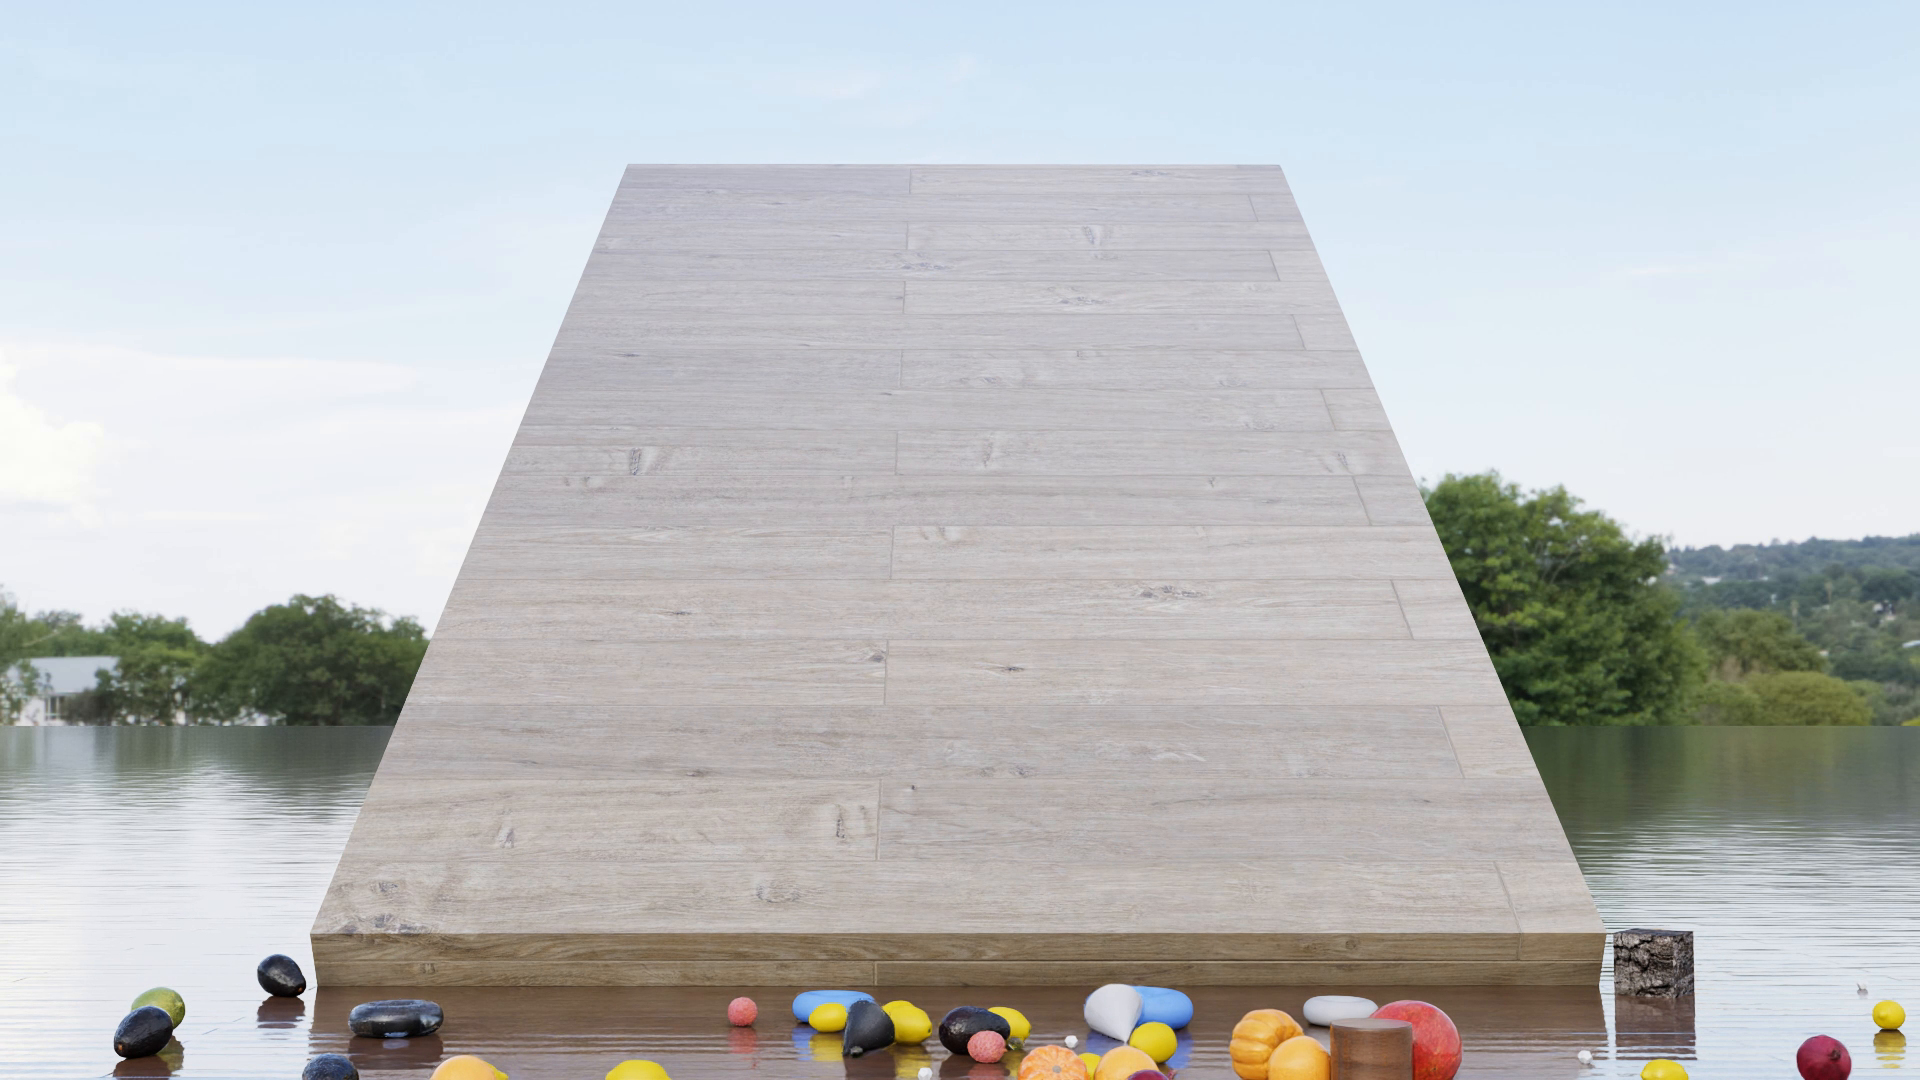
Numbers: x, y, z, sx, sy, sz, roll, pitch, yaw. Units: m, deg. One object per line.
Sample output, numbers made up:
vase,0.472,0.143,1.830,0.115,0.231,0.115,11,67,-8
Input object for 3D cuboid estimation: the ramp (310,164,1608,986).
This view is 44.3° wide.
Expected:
ramp,-0.010,-0.229,5.452,2.000,0.100,4.000,0,26,0

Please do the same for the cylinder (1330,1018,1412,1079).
cylinder,0.444,0.566,2.544,0.088,0.088,0.088,0,-4,0

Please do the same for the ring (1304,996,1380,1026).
ring,0.520,0.644,3.220,0.103,0.034,0.103,1,-4,0

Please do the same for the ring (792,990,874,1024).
ring,-0.173,0.644,3.250,0.116,0.039,0.116,1,-5,0

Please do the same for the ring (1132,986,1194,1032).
ring,0.243,0.635,3.195,0.145,0.048,0.145,1,-4,0

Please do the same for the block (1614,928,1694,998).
block,1.055,0.643,3.585,0.092,0.092,0.092,-3,-5,36

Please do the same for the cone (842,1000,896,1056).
cone,-0.129,0.624,2.941,0.071,0.071,0.071,-3,21,32

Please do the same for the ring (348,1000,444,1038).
ring,-0.746,0.633,3.121,0.123,0.041,0.123,-1,-5,0

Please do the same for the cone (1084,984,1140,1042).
cone,0.208,0.632,3.065,0.078,0.078,0.078,1,27,-14
